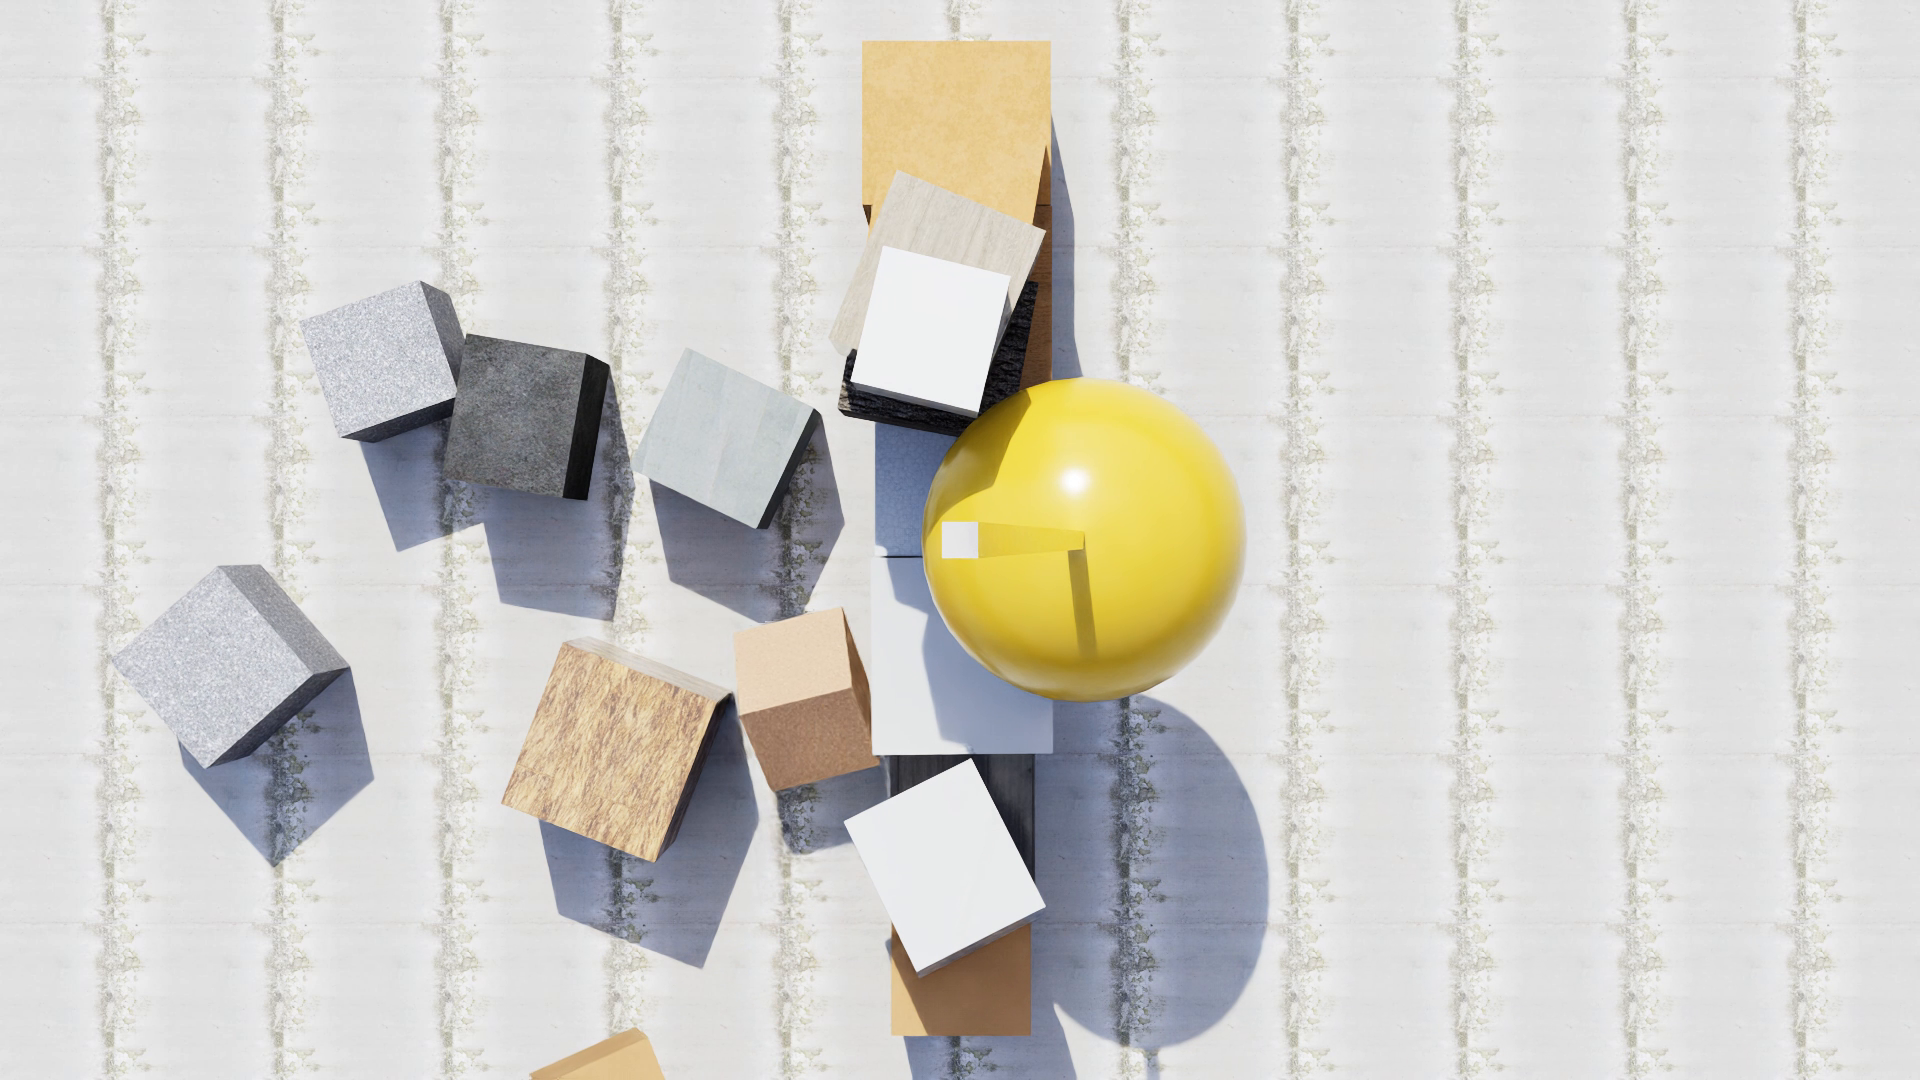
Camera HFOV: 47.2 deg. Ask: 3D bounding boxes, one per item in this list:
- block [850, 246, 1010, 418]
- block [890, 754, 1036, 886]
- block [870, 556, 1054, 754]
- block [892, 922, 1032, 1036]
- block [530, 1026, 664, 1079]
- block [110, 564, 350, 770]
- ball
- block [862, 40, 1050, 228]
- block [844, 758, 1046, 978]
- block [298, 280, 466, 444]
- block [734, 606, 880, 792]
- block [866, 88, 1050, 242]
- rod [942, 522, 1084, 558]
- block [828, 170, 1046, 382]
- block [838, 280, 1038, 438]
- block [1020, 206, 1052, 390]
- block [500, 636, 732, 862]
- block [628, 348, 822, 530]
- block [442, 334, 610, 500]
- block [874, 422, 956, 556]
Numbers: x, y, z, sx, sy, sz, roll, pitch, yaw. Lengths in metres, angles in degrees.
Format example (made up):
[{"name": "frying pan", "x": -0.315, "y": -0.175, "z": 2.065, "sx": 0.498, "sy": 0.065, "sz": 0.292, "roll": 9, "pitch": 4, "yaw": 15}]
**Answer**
[{"name": "block", "x": -0.131, "y": -0.943, "z": 10.093, "sx": 0.585, "sy": 0.568, "sz": 0.622, "roll": 14, "pitch": 90, "yaw": 0}, {"name": "block", "x": 0.014, "y": 1.544, "z": 12.632, "sx": 0.810, "sy": 0.736, "sz": 0.762, "roll": 0, "pitch": 90, "yaw": 0}, {"name": "block", "x": 0.010, "y": 0.623, "z": 12.416, "sx": 0.972, "sy": 1.168, "sz": 1.058, "roll": 0, "pitch": 90, "yaw": 0}, {"name": "block", "x": 0.006, "y": 2.333, "z": 12.559, "sx": 0.770, "sy": 0.881, "sz": 0.798, "roll": 0, "pitch": 90, "yaw": 0}, {"name": "block", "x": -2.032, "y": 3.219, "z": 12.627, "sx": 0.661, "sy": 0.583, "sz": 0.556, "roll": -22, "pitch": 90, "yaw": -17}, {"name": "block", "x": -4.169, "y": 0.710, "z": 12.622, "sx": 0.801, "sy": 0.757, "sz": 0.807, "roll": -41, "pitch": 90, "yaw": 0}, {"name": "ball", "x": 0.606, "y": 0.000, "z": 10.791, "sx": 1.600, "sy": 1.600, "sz": 1.600, "roll": 0, "pitch": 90, "yaw": 0}, {"name": "block", "x": -0.019, "y": -2.285, "z": 12.520, "sx": 1.034, "sy": 0.960, "sz": 0.896, "roll": 0, "pitch": 90, "yaw": 0}, {"name": "block", "x": -0.081, "y": 1.766, "z": 11.724, "sx": 0.737, "sy": 0.846, "sz": 0.851, "roll": -26, "pitch": 78, "yaw": -6}, {"name": "block", "x": -3.242, "y": -1.012, "z": 12.634, "sx": 0.712, "sy": 0.733, "sz": 0.685, "roll": -19, "pitch": 90, "yaw": 0}, {"name": "block", "x": -0.874, "y": 0.905, "z": 12.520, "sx": 0.642, "sy": 0.660, "sz": 0.657, "roll": -14, "pitch": 132, "yaw": 3}, {"name": "block", "x": -0.006, "y": -1.843, "z": 11.668, "sx": 0.824, "sy": 0.725, "sz": 0.822, "roll": 10, "pitch": 89, "yaw": 0}, {"name": "rod", "x": 0.263, "y": 0.000, "z": 7.408, "sx": 0.080, "sy": 5.200, "sz": 0.080, "roll": 0, "pitch": 90, "yaw": 6}, {"name": "block", "x": -0.109, "y": -1.207, "z": 10.835, "sx": 0.759, "sy": 0.918, "sz": 0.858, "roll": 22, "pitch": 90, "yaw": 0}, {"name": "block", "x": -0.113, "y": -1.000, "z": 11.662, "sx": 0.901, "sy": 0.734, "sz": 0.825, "roll": 11, "pitch": 90, "yaw": 0}, {"name": "block", "x": 0.009, "y": -1.321, "z": 12.514, "sx": 0.989, "sy": 0.971, "sz": 1.013, "roll": 0, "pitch": 90, "yaw": 0}, {"name": "block", "x": -1.940, "y": 1.173, "z": 12.569, "sx": 0.911, "sy": 0.863, "sz": 0.954, "roll": 21, "pitch": 90, "yaw": 0}, {"name": "block", "x": -1.334, "y": -0.571, "z": 12.635, "sx": 0.790, "sy": 0.730, "sz": 0.750, "roll": 25, "pitch": 90, "yaw": 0}, {"name": "block", "x": -2.470, "y": -0.690, "z": 12.591, "sx": 0.676, "sy": 0.817, "sz": 0.814, "roll": 10, "pitch": 90, "yaw": 0}, {"name": "block", "x": 0.005, "y": -0.359, "z": 12.547, "sx": 0.948, "sy": 0.905, "sz": 0.888, "roll": 0, "pitch": 90, "yaw": 0}]
